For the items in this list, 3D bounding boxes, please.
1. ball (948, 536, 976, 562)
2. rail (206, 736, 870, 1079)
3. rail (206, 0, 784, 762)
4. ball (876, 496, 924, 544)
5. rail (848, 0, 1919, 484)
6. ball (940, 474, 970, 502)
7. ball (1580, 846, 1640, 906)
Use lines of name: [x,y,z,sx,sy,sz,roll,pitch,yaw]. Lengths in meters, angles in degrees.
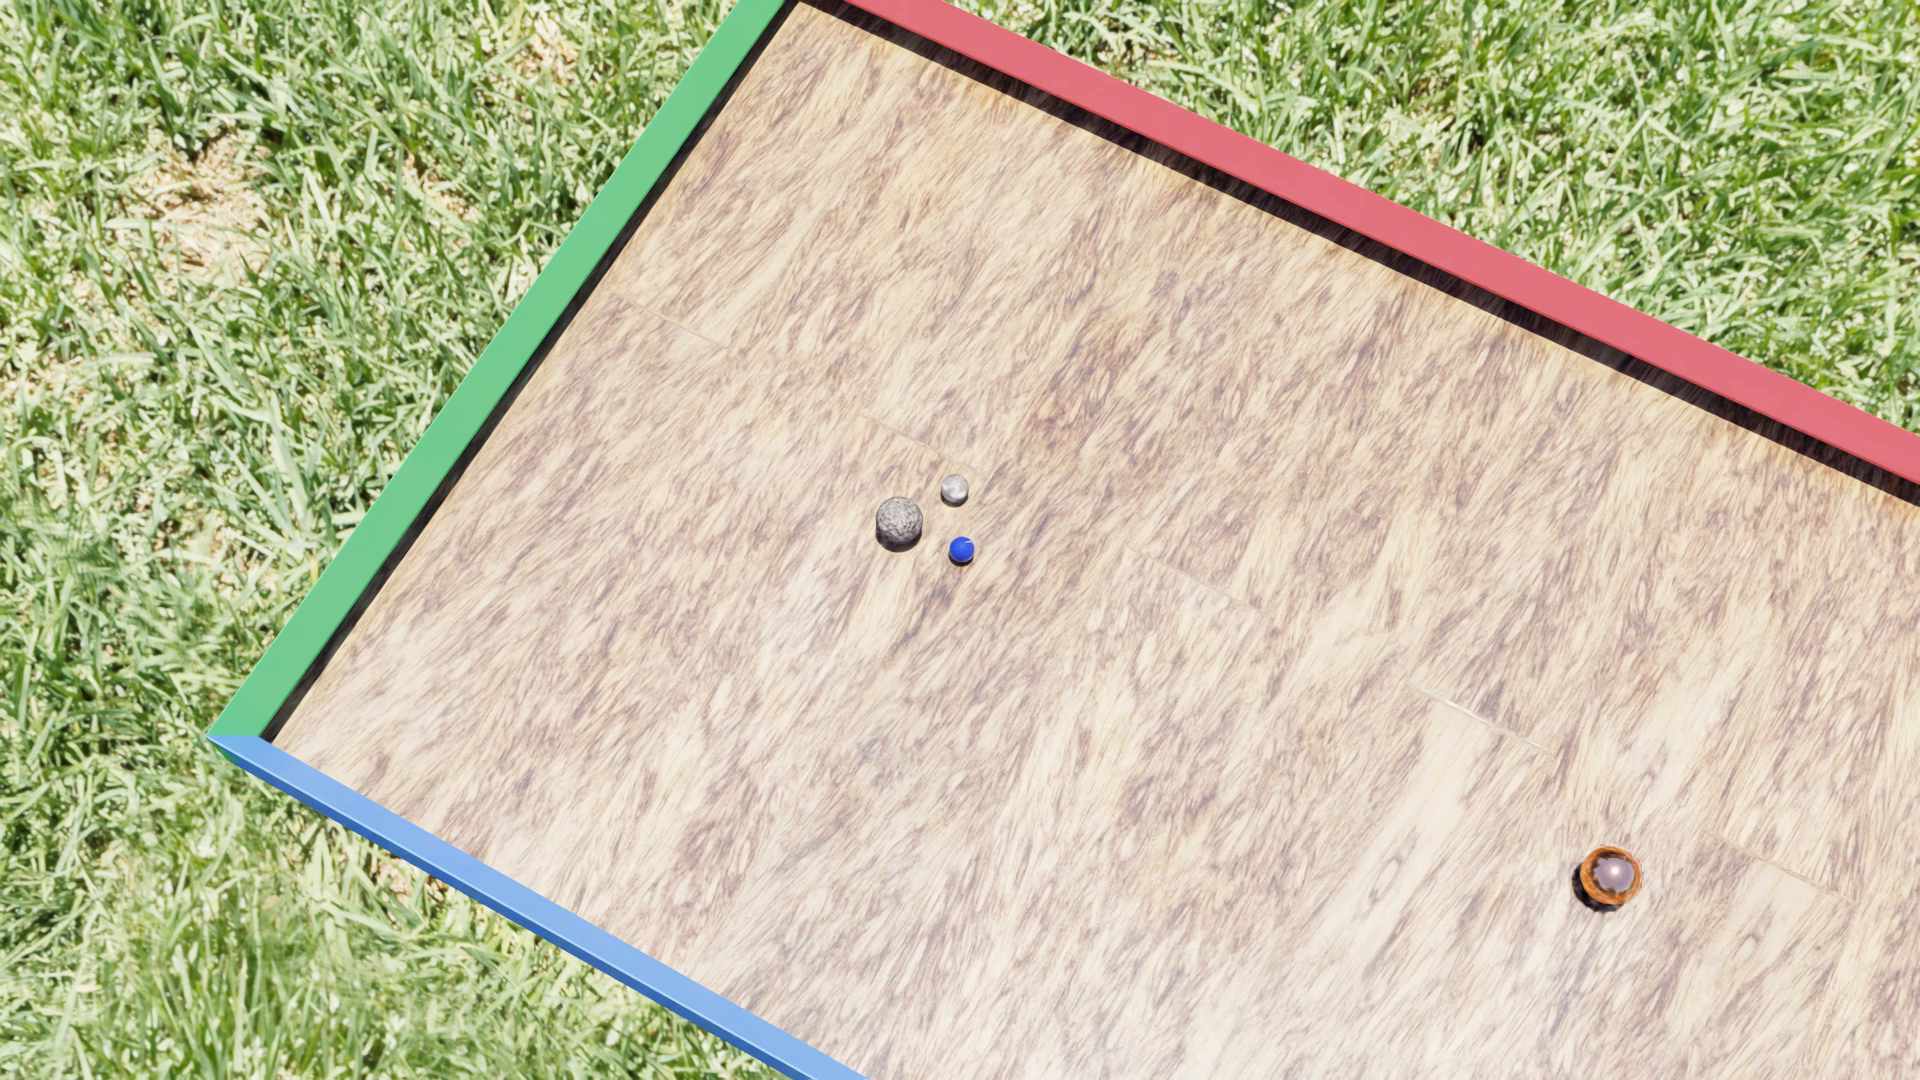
ball: [0.003,0.015,3.553,0.042,0.042,0.042,0,66,0]
rail: [0.320,1.026,3.059,3.309,0.114,0.045,27,69,11]
rail: [-0.705,-0.365,3.682,0.045,0.114,1.736,27,69,11]
ball: [-0.098,-0.032,3.554,0.077,0.077,0.077,0,66,0]
rail: [1.131,-0.326,3.665,3.309,0.114,0.045,27,69,11]
ball: [-0.008,-0.085,3.595,0.047,0.047,0.047,0,66,0]
ball: [0.978,0.505,3.308,0.088,0.088,0.088,0,66,0]
